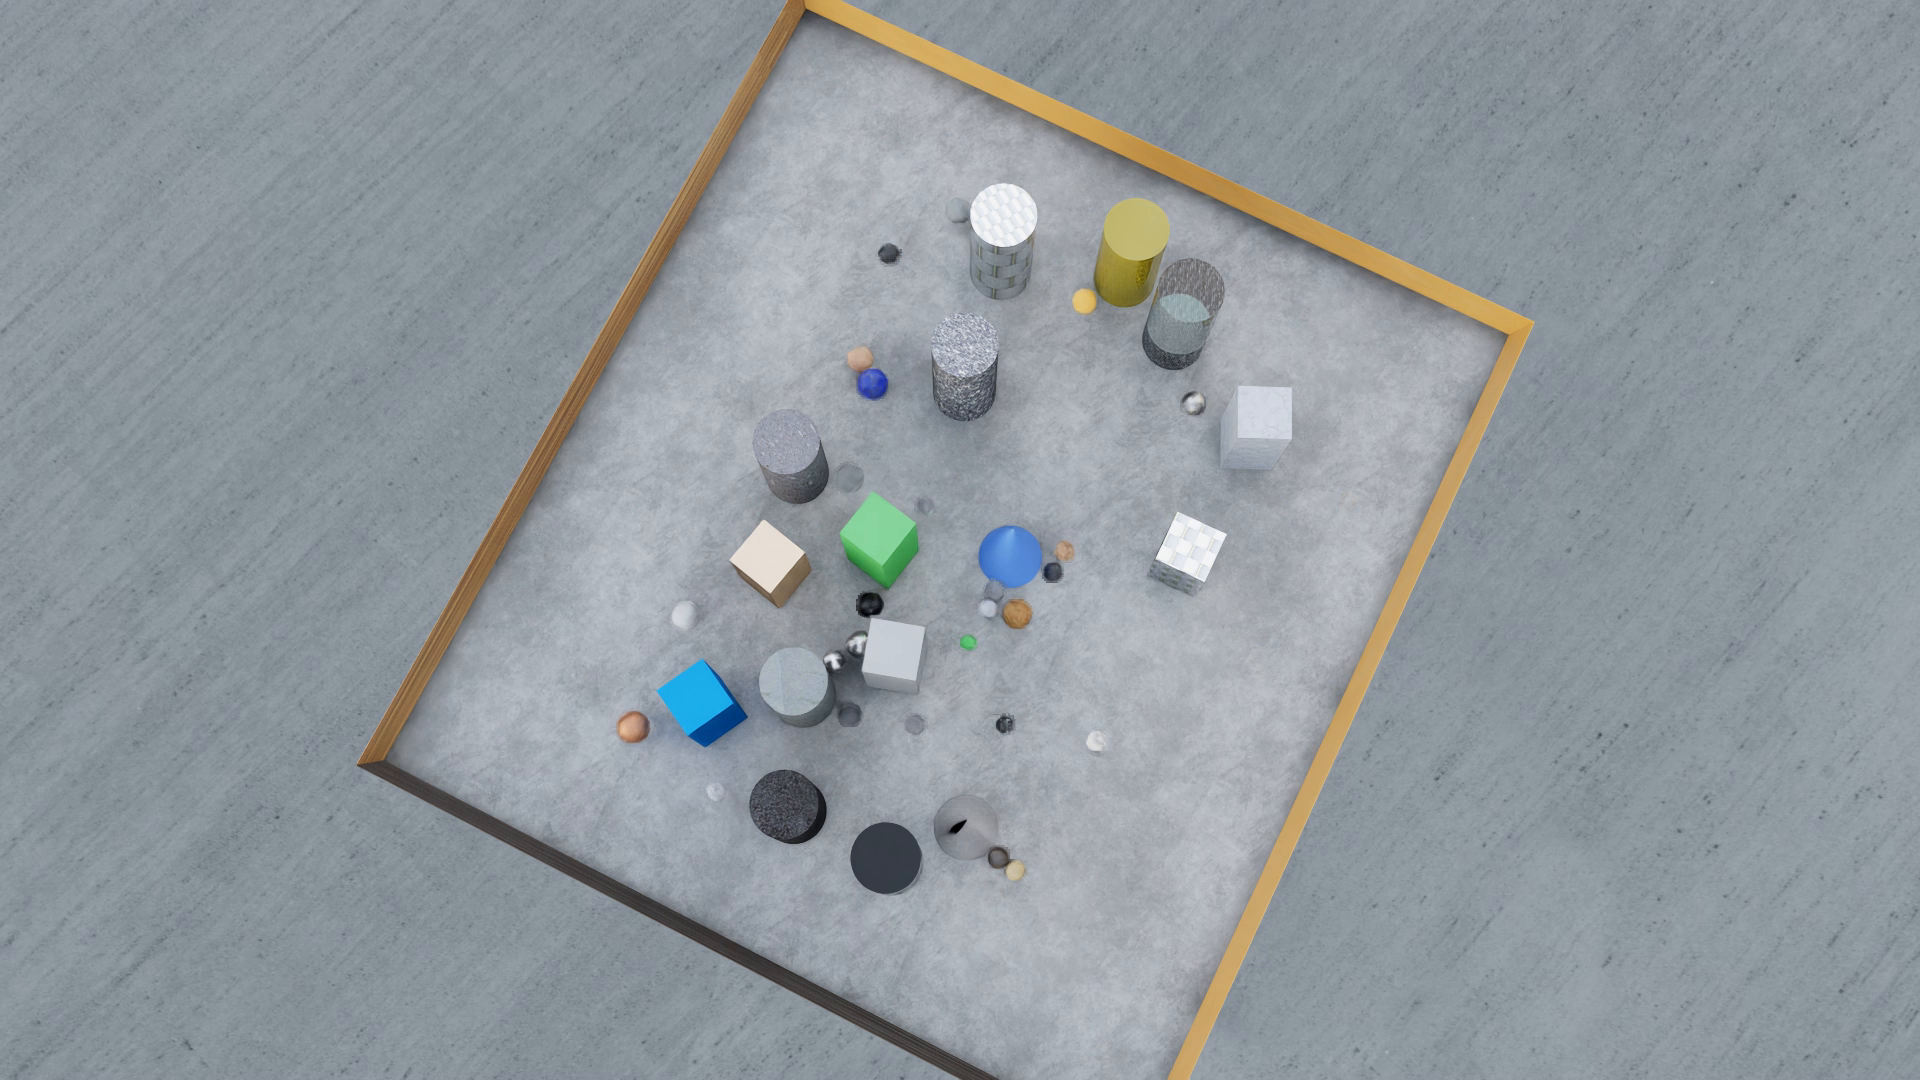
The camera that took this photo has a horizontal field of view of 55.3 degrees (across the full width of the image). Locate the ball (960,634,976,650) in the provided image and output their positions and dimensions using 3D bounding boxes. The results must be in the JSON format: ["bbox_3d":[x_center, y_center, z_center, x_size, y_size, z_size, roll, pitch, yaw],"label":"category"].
[{"bbox_3d":[0.024,0.309,5.529,0.047,0.047,0.047,0,78,0],"label":"ball"}]

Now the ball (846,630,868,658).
[{"bbox_3d":[-0.301,0.315,5.508,0.085,0.085,0.085,0,78,0],"label":"ball"}]

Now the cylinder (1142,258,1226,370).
[{"bbox_3d":[0.668,-0.674,5.517,0.195,0.468,0.195,0,78,0],"label":"cylinder"}]

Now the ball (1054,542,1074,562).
[{"bbox_3d":[0.318,0.034,5.578,0.061,0.061,0.061,0,78,0],"label":"ball"}]

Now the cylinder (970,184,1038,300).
[{"bbox_3d":[0.128,-0.899,5.564,0.195,0.467,0.195,0,78,0],"label":"cylinder"}]

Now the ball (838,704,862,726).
[{"bbox_3d":[-0.328,0.521,5.475,0.067,0.067,0.067,0,78,0],"label":"ball"}]

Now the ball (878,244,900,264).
[{"bbox_3d":[-0.223,-0.901,5.769,0.067,0.067,0.067,0,78,0],"label":"ball"}]

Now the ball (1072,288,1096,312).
[{"bbox_3d":[0.390,-0.749,5.733,0.076,0.076,0.076,0,78,0],"label":"ball"}]

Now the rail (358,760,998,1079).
[{"bbox_3d":[-0.614,1.209,5.301,2.551,0.127,0.045,26,80,5],"label":"rail"}]

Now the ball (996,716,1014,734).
[{"bbox_3d":[0.135,0.551,5.475,0.053,0.053,0.053,0,78,0],"label":"ball"}]

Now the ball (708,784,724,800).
[{"bbox_3d":[-0.722,0.748,5.437,0.049,0.049,0.049,0,78,0],"label":"ball"}]

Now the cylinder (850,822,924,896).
[{"bbox_3d":[-0.205,0.914,5.230,0.195,0.387,0.195,0,78,0],"label":"cylinder"}]

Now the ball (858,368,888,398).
[{"bbox_3d":[-0.270,-0.485,5.668,0.095,0.095,0.095,0,78,0],"label":"ball"}]

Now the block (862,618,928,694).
[{"bbox_3d":[-0.189,0.344,5.373,0.156,0.338,0.156,10,78,2],"label":"block"}]

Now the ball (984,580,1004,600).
[{"bbox_3d":[0.106,0.153,5.554,0.061,0.061,0.061,0,78,0],"label":"ball"}]

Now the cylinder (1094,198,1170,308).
[{"bbox_3d":[0.519,-0.870,5.583,0.195,0.418,0.195,0,78,0],"label":"cylinder"}]

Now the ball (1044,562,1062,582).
[{"bbox_3d":[0.281,0.096,5.567,0.058,0.058,0.058,0,78,0],"label":"ball"}]

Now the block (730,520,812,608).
[{"bbox_3d":[-0.561,0.075,5.459,0.156,0.277,0.156,38,81,7],"label":"block"}]

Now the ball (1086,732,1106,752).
[{"bbox_3d":[0.408,0.600,5.461,0.059,0.059,0.059,0,78,0],"label":"ball"}]

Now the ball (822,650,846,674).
[{"bbox_3d":[-0.379,0.366,5.504,0.072,0.072,0.072,0,78,0],"label":"ball"}]

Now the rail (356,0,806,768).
[{"bbox_3d":[-1.120,-0.542,5.663,0.045,0.127,2.793,26,80,5],"label":"rail"}]

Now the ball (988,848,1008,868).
[{"bbox_3d":[0.112,0.935,5.391,0.064,0.064,0.064,0,78,0],"label":"ball"}]

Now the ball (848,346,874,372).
[{"bbox_3d":[-0.308,-0.562,5.691,0.081,0.081,0.081,0,78,0],"label":"ball"}]

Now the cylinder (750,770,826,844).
[{"bbox_3d":[-0.493,0.773,5.292,0.195,0.323,0.195,0,78,0],"label":"cylinder"}]

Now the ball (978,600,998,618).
[{"bbox_3d":[0.086,0.208,5.545,0.056,0.056,0.056,0,78,0],"label":"ball"}]

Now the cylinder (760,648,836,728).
[{"bbox_3d":[-0.471,0.434,5.352,0.195,0.343,0.195,0,78,0],"label":"cylinder"}]

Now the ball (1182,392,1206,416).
[{"bbox_3d":[0.725,-0.422,5.665,0.076,0.076,0.076,0,78,0],"label":"ball"}]

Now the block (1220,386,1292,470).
[{"bbox_3d":[0.885,-0.333,5.498,0.156,0.368,0.156,2,78,0],"label":"block"}]

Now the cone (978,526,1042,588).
[{"bbox_3d":[0.154,0.010,5.409,0.195,0.403,0.195,0,78,0],"label":"cone"}]

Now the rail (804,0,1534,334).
[{"bbox_3d":[0.614,-1.196,5.798,2.551,0.127,0.045,26,80,5],"label":"rail"}]

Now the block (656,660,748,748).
[{"bbox_3d":[-0.745,0.478,5.330,0.156,0.367,0.156,-35,80,-7],"label":"block"}]

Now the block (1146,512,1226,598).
[{"bbox_3d":[0.674,0.046,5.472,0.156,0.265,0.156,25,79,5],"label":"block"}]

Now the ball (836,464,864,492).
[{"bbox_3d":[-0.339,-0.190,5.611,0.088,0.088,0.088,0,78,0],"label":"ball"}]

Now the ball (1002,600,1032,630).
[{"bbox_3d":[0.172,0.226,5.524,0.088,0.088,0.088,0,78,0],"label":"ball"}]

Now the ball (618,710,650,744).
[{"bbox_3d":[-0.970,0.557,5.451,0.097,0.097,0.097,0,78,0],"label":"ball"}]

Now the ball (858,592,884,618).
[{"bbox_3d":[-0.269,0.195,5.537,0.077,0.077,0.077,0,78,0],"label":"ball"}]

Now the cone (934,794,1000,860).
[{"bbox_3d":[0.019,0.812,5.239,0.195,0.409,0.195,0,78,0],"label":"cone"}]

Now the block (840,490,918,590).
[{"bbox_3d":[-0.235,0.006,5.417,0.156,0.388,0.156,37,81,7],"label":"block"}]

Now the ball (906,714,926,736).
[{"bbox_3d":[-0.133,0.552,5.472,0.061,0.061,0.061,0,78,0],"label":"ball"}]

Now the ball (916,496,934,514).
[{"bbox_3d":[-0.106,-0.107,5.611,0.055,0.055,0.055,0,78,0],"label":"ball"}]

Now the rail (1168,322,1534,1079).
[{"bbox_3d":[1.120,0.555,5.436,0.045,0.127,2.793,26,80,5],"label":"rail"}]

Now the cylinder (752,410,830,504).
[{"bbox_3d":[-0.501,-0.245,5.471,0.195,0.385,0.195,0,78,0],"label":"cylinder"}]

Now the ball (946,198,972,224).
[{"bbox_3d":[-0.004,-1.040,5.791,0.080,0.080,0.080,0,78,0],"label":"ball"}]

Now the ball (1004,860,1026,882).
[{"bbox_3d":[0.162,0.973,5.385,0.060,0.060,0.060,0,78,0],"label":"ball"}]

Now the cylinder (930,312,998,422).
[{"bbox_3d":[0.014,-0.512,5.481,0.195,0.473,0.195,0,78,0],"label":"cylinder"}]

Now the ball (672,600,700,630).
[{"bbox_3d":[-0.827,0.226,5.526,0.086,0.086,0.086,0,78,0],"label":"ball"}]
